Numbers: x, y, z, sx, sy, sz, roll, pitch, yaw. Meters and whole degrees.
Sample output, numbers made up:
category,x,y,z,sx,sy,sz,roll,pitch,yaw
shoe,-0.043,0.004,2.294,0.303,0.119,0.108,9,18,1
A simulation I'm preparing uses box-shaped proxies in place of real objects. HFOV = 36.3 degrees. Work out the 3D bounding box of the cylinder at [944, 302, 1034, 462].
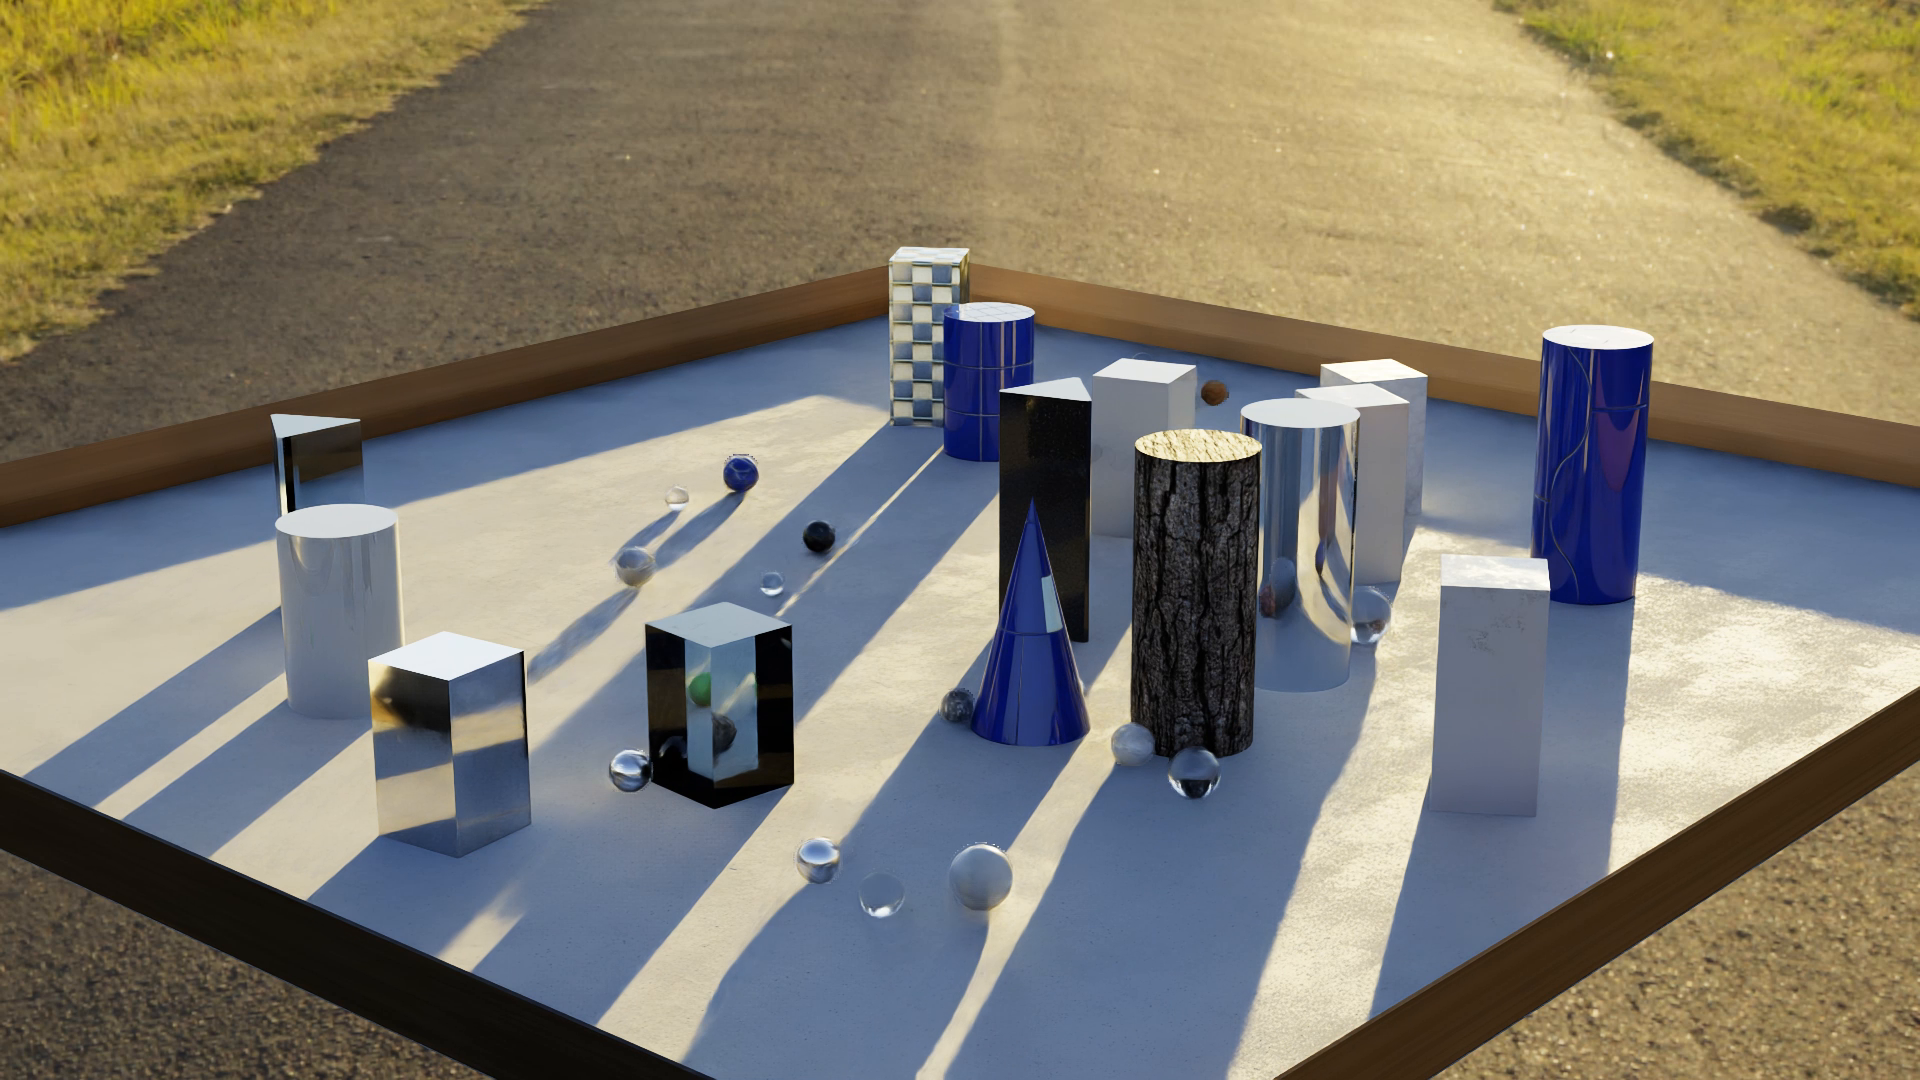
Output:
category,x,y,z,sx,sy,sz,roll,pitch,yaw
cylinder,0.059,-0.324,6.002,0.186,0.291,0.186,0,17,0

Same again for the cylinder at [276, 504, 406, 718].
category,x,y,z,sx,sy,sz,roll,pitch,yaw
cylinder,-0.962,0.109,4.569,0.186,0.291,0.186,0,17,0

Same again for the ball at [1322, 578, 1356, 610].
category,x,y,z,sx,sy,sz,roll,pitch,yaw
ball,0.650,0.093,5.029,0.056,0.056,0.056,0,17,0

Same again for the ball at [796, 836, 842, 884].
category,x,y,z,sx,sy,sz,roll,pitch,yaw
ball,-0.189,0.427,3.913,0.062,0.062,0.062,0,17,0

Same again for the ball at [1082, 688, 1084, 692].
category,x,y,z,sx,sy,sz,roll,pitch,yaw
ball,0.172,0.236,4.580,0.042,0.042,0.042,0,17,0

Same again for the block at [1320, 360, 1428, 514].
category,x,y,z,sx,sy,sz,roll,pitch,yaw
block,0.786,-0.193,5.606,0.149,0.269,0.149,-6,18,-19

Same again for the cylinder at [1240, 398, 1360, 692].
category,x,y,z,sx,sy,sz,roll,pitch,yaw
cylinder,0.534,0.008,4.661,0.186,0.433,0.186,0,17,0

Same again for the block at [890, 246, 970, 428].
category,x,y,z,sx,sy,sz,roll,pitch,yaw
block,-0.064,-0.432,6.245,0.149,0.357,0.149,2,17,8

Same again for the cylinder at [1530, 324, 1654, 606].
category,x,y,z,sx,sy,sz,roll,pitch,yaw
cylinder,1.092,-0.131,5.084,0.186,0.453,0.186,0,17,0

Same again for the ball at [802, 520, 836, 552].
category,x,y,z,sx,sy,sz,roll,pitch,yaw
ball,-0.257,-0.007,5.353,0.061,0.061,0.061,0,17,0

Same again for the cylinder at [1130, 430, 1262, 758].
category,x,y,z,sx,sy,sz,roll,pitch,yaw
cylinder,0.350,0.080,4.377,0.186,0.458,0.186,0,17,0

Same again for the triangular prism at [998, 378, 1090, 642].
category,x,y,z,sx,sy,sz,roll,pitch,yaw
triangular prism,0.166,-0.056,4.903,0.161,0.413,0.140,8,18,24

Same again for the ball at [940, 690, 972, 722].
category,x,y,z,sx,sy,sz,roll,pitch,yaw
ball,-0.005,0.255,4.504,0.050,0.050,0.050,0,17,0

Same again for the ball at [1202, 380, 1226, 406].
category,x,y,z,sx,sy,sz,roll,pitch,yaw
ball,0.554,-0.321,6.397,0.056,0.056,0.056,0,17,0

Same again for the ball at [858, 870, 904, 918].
category,x,y,z,sx,sy,sz,roll,pitch,yaw
ball,-0.102,0.460,3.809,0.061,0.061,0.061,0,17,0

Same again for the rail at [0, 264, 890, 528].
category,x,y,z,sx,sy,sz,roll,pitch,yaw
rail,-1.201,-0.272,6.119,0.045,0.121,3.482,14,22,39

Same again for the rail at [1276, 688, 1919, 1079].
category,x,y,z,sx,sy,sz,roll,pitch,yaw
rail,1.201,0.332,4.123,0.045,0.121,3.482,14,22,39

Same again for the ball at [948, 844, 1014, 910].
category,x,y,z,sx,sy,sz,roll,pitch,yaw
ball,0.027,0.441,3.827,0.086,0.086,0.086,0,17,0

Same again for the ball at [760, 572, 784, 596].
category,x,y,z,sx,sy,sz,roll,pitch,yaw
ball,-0.327,0.076,5.110,0.042,0.042,0.042,0,17,0

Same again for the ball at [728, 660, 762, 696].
category,x,y,z,sx,sy,sz,roll,pitch,yaw
ball,-0.338,0.217,4.621,0.054,0.054,0.054,0,17,0

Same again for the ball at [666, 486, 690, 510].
category,x,y,z,sx,sy,sz,roll,pitch,yaw
ball,-0.542,-0.079,5.613,0.046,0.046,0.046,0,17,0

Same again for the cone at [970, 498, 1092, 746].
category,x,y,z,sx,sy,sz,roll,pitch,yaw
cone,0.109,0.109,4.443,0.186,0.365,0.186,0,17,0

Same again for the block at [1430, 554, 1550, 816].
category,x,y,z,sx,sy,sz,roll,pitch,yaw
block,0.752,0.206,4.173,0.149,0.336,0.149,3,17,9

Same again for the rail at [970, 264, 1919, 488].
category,x,y,z,sx,sy,sz,roll,pitch,yaw
rail,1.126,-0.345,6.362,3.230,0.121,0.045,14,22,39

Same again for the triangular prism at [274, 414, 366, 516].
category,x,y,z,sx,sy,sz,roll,pitch,yaw
triangular prism,-1.116,-0.039,4.982,0.140,0.336,0.161,16,23,42

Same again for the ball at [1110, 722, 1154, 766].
category,x,y,z,sx,sy,sz,roll,pitch,yaw
ball,0.254,0.301,4.327,0.064,0.064,0.064,0,17,0

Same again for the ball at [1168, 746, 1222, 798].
category,x,y,z,sx,sy,sz,roll,pitch,yaw
ball,0.336,0.333,4.201,0.075,0.075,0.075,0,17,0

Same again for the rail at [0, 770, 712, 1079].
category,x,y,z,sx,sy,sz,roll,pitch,yaw
rail,-1.126,0.406,3.880,3.230,0.121,0.045,14,22,39

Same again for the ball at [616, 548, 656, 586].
category,x,y,z,sx,sy,sz,roll,pitch,yaw
ball,-0.570,0.047,5.156,0.070,0.070,0.070,0,17,0

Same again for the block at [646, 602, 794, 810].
category,x,y,z,sx,sy,sz,roll,pitch,yaw
block,-0.346,0.237,4.232,0.149,0.243,0.149,-15,23,-41

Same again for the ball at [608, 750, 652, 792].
category,x,y,z,sx,sy,sz,roll,pitch,yaw
ball,-0.475,0.333,4.226,0.061,0.061,0.061,0,17,0

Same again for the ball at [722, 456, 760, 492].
category,x,y,z,sx,sy,sz,roll,pitch,yaw
ball,-0.429,-0.129,5.735,0.072,0.072,0.072,0,17,0

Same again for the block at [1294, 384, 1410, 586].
category,x,y,z,sx,sy,sz,roll,pitch,yaw
block,0.688,-0.097,5.194,0.149,0.324,0.149,-6,18,-18

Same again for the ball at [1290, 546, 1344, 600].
category,x,y,z,sx,sy,sz,roll,pitch,yaw
ball,0.620,0.057,5.087,0.091,0.091,0.091,0,17,0

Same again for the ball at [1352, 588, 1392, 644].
category,x,y,z,sx,sy,sz,roll,pitch,yaw
ball,0.668,0.125,4.859,0.093,0.093,0.093,0,17,0

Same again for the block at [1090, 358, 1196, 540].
category,x,y,z,sx,sy,sz,roll,pitch,yaw
block,0.342,-0.168,5.462,0.149,0.304,0.149,7,18,23

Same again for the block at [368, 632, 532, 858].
category,x,y,z,sx,sy,sz,roll,pitch,yaw
block,-0.705,0.281,4.058,0.149,0.258,0.149,11,20,32

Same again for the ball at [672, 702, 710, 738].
category,x,y,z,sx,sy,sz,roll,pitch,yaw
ball,-0.408,0.272,4.435,0.057,0.057,0.057,0,17,0
